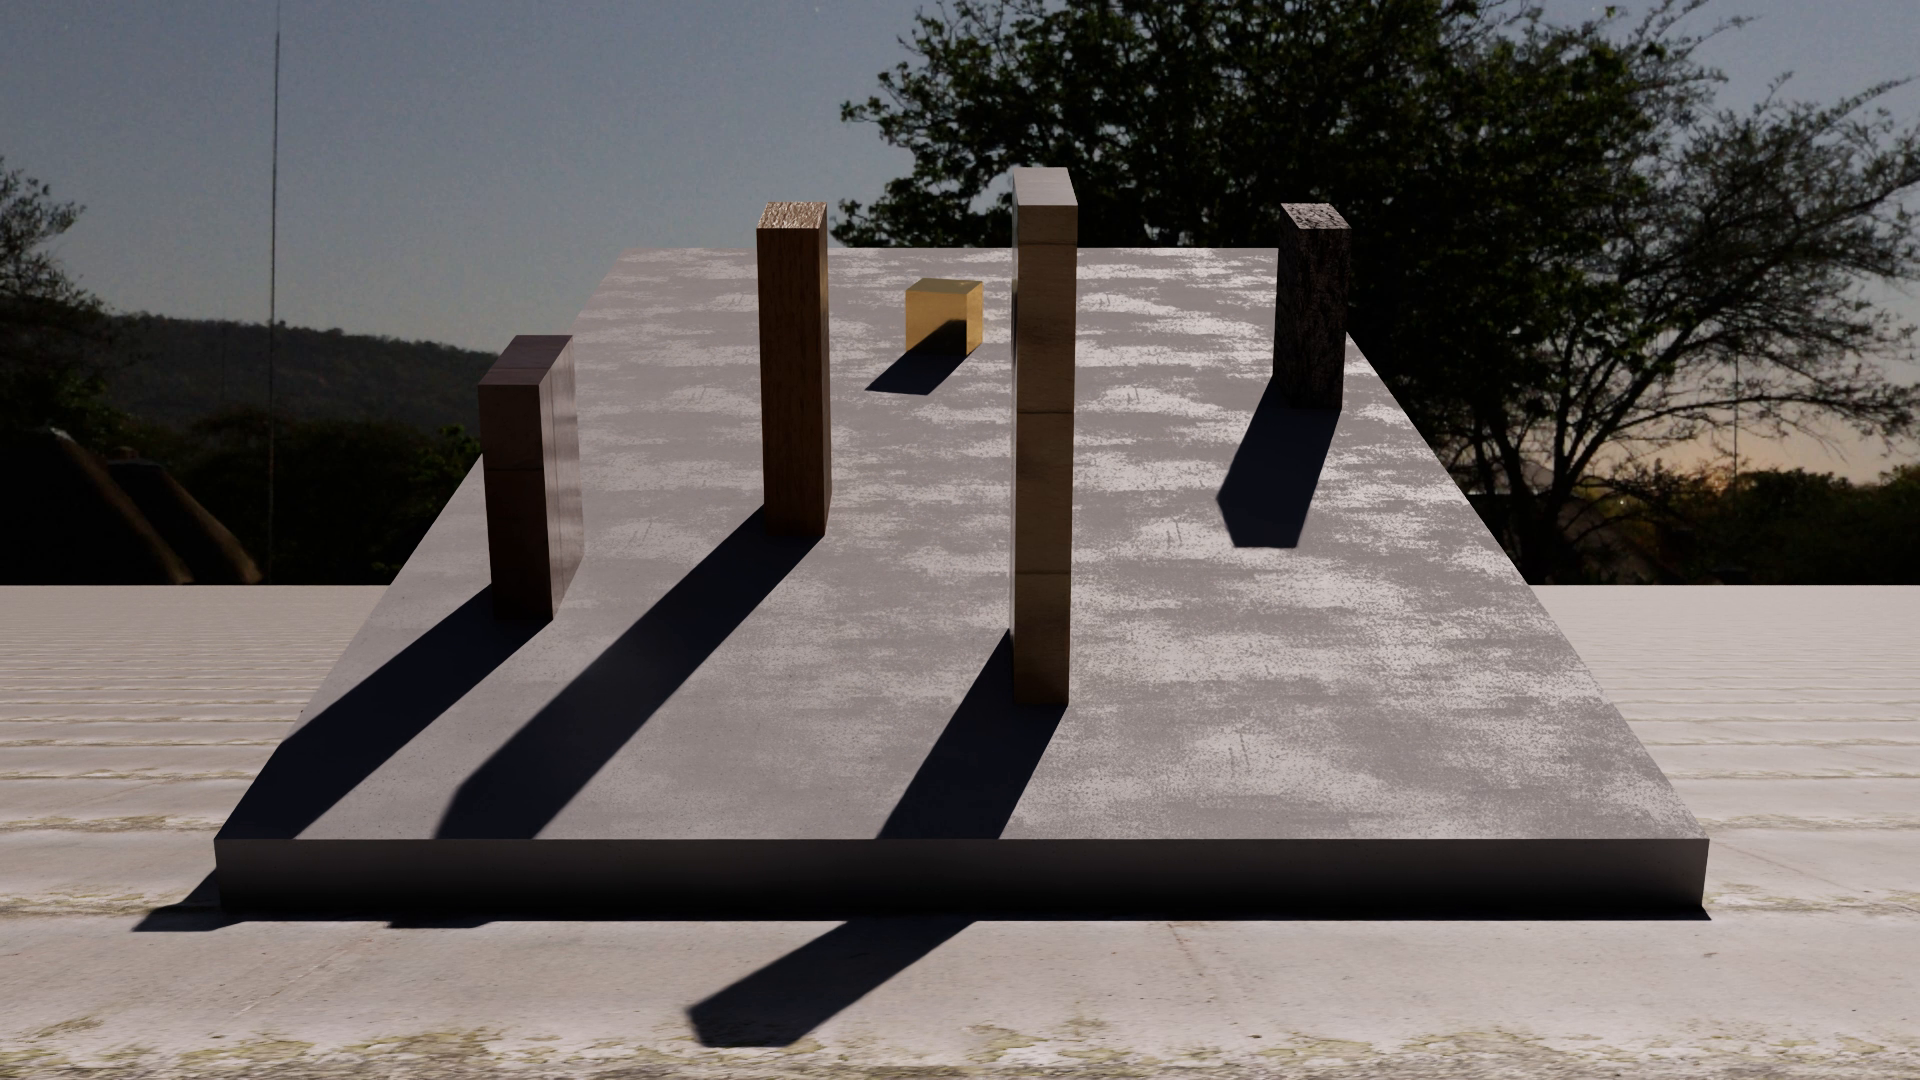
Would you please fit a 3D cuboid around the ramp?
[{"bbox_3d":[-0.004,-0.194,4.913,2.000,0.100,4.000,0,19,0],"label":"ramp"}]

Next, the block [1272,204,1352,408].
[{"bbox_3d":[0.802,-0.538,5.139,0.115,0.409,0.306,0,19,0],"label":"block"}]

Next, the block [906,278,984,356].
[{"bbox_3d":[-0.038,-0.555,5.579,0.156,0.156,0.156,5,19,14],"label":"block"}]

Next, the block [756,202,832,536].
[{"bbox_3d":[-0.309,-0.326,4.241,0.112,0.580,0.266,0,19,0],"label":"block"}]

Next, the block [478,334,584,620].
[{"bbox_3d":[-0.735,-0.114,3.880,0.100,0.409,0.344,0,19,0],"label":"block"}]

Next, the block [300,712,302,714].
[{"bbox_3d":[-1.312,0.442,4.804,0.165,0.165,0.165,0,-1,-9],"label":"block"}]

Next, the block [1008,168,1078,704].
[{"bbox_3d":[0.124,-0.165,3.473,0.084,0.768,0.328,0,19,0],"label":"block"}]
